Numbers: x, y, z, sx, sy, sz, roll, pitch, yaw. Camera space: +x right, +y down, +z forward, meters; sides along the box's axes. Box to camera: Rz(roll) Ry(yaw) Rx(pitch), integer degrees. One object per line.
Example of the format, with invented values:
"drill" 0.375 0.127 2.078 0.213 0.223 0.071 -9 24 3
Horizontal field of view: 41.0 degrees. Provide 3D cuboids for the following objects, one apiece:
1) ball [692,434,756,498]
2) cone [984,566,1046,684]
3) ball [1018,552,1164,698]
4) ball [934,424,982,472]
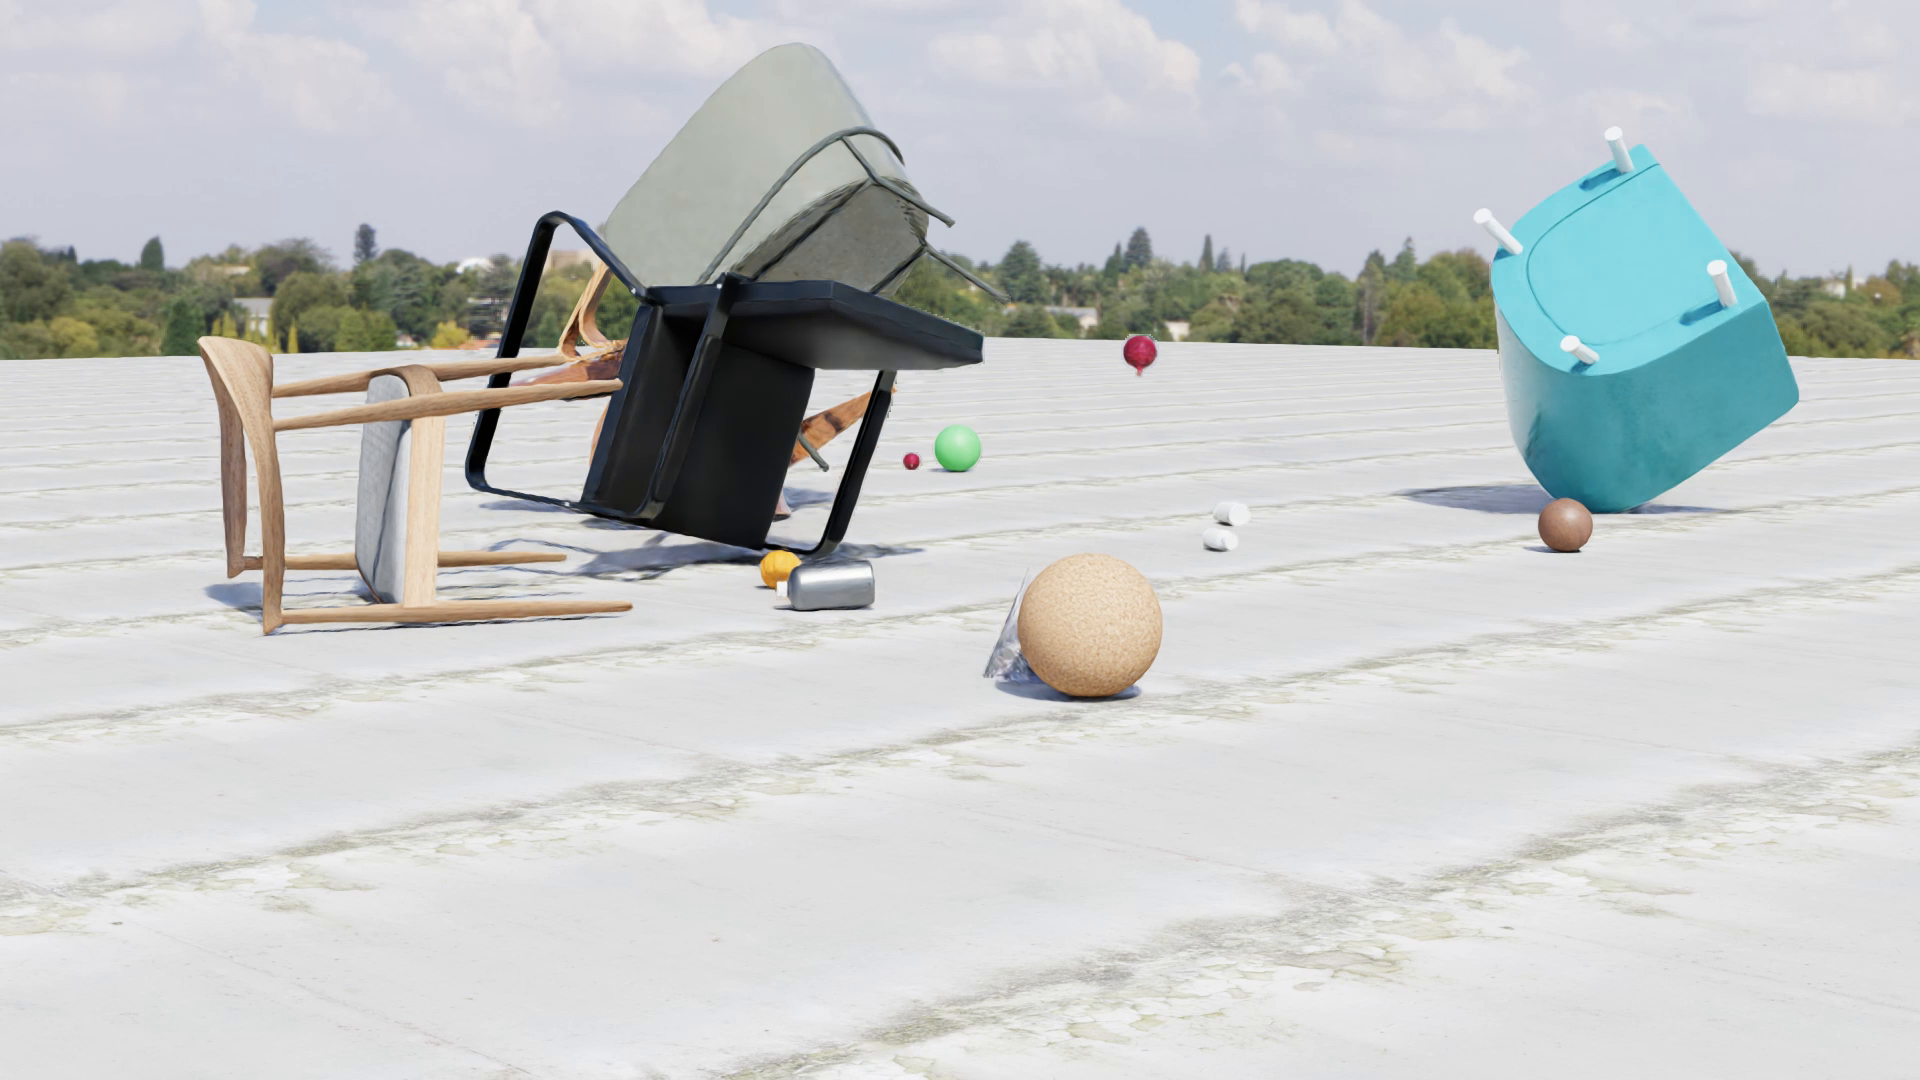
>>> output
"ball" -0.699 -0.219 7.620 0.188 0.188 0.188 0 6 0
"cone" 0.114 0.134 4.214 0.157 0.185 0.133 3 7 28
"ball" 0.203 0.133 4.006 0.228 0.228 0.228 0 6 0
"ball" -0.007 -0.309 8.630 0.160 0.160 0.160 0 6 0
